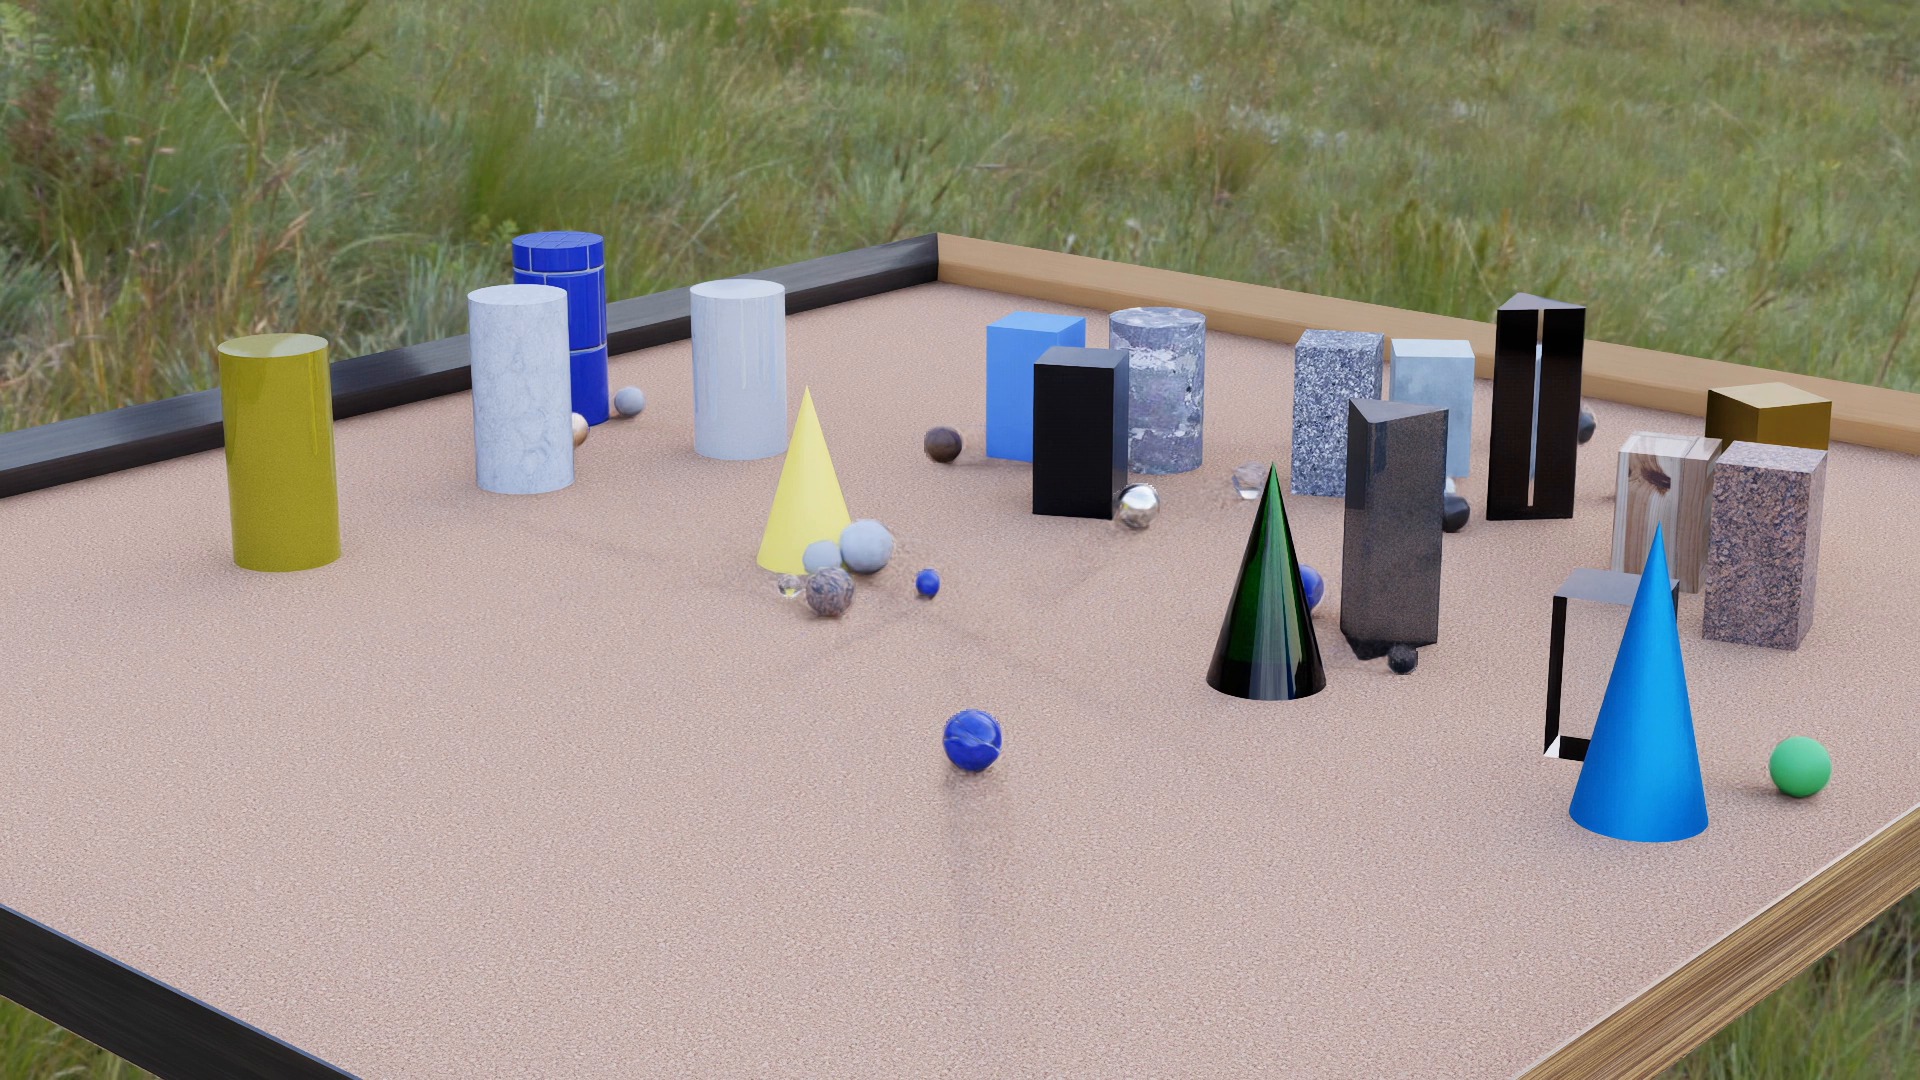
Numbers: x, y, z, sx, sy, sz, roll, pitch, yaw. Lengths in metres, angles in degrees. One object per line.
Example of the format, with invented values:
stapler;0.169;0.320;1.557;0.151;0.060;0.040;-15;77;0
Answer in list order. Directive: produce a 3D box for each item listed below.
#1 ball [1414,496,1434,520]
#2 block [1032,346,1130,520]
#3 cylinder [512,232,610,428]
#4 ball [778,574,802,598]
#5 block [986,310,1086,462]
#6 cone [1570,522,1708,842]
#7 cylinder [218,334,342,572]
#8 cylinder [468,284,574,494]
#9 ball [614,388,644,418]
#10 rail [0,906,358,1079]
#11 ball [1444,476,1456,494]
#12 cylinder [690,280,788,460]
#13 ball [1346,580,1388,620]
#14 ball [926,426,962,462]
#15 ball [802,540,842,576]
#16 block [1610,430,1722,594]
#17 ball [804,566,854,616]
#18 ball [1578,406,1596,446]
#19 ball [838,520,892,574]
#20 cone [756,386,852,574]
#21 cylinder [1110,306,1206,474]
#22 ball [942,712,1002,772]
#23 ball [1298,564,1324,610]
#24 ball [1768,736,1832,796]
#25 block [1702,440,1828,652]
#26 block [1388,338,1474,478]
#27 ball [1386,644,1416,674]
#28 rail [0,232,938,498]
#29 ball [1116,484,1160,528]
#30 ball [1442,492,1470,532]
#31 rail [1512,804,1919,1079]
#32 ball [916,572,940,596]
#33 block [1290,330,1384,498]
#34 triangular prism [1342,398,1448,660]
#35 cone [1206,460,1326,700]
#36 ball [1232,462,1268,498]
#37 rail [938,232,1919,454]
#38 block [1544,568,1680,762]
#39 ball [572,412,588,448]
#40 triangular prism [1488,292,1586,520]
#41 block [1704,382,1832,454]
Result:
ball;0.884;-0.062;5.572;0.045;0.045;0.045;0;17;0
block;0.232;-0.207;5.618;0.154;0.296;0.154;4;17;14
cylinder;-0.850;-0.448;6.252;0.193;0.391;0.193;0;17;0
ball;-0.296;0.079;5.111;0.042;0.042;0.042;0;17;0
block;0.155;-0.313;6.006;0.154;0.275;0.154;7;18;23
cone;0.960;0.181;4.087;0.193;0.438;0.193;0;17;0
cylinder;-1.226;-0.159;5.289;0.193;0.394;0.193;0;17;0
cylinder;-0.864;-0.299;5.779;0.193;0.378;0.193;0;17;0
ball;-0.713;-0.297;6.315;0.065;0.065;0.065;0;17;0
rail;-1.289;0.460;3.699;3.613;0.125;0.045;14;22;39
ball;0.919;-0.093;5.632;0.070;0.070;0.070;0;17;0
cylinder;-0.454;-0.352;6.028;0.193;0.336;0.193;0;17;0
ball;0.692;0.102;4.987;0.069;0.069;0.069;0;17;0
ball;-0.033;-0.195;5.962;0.075;0.075;0.075;0;17;0
ball;-0.245;0.035;5.205;0.071;0.071;0.071;0;17;0
block;1.250;-0.051;5.193;0.154;0.242;0.154;7;18;22
ball;-0.222;0.086;5.010;0.086;0.086;0.086;0;17;0
ball;1.274;-0.237;6.083;0.085;0.085;0.085;0;17;0
ball;-0.168;0.013;5.234;0.096;0.096;0.096;0;17;0
cone;-0.273;-0.121;5.283;0.193;0.326;0.193;0;17;0
cylinder;0.397;-0.303;5.928;0.193;0.301;0.193;0;17;0
ball;0.018;0.296;4.312;0.088;0.088;0.088;0;17;0
ball;0.581;0.083;5.024;0.084;0.084;0.084;0;17;0
ball;1.208;0.325;4.216;0.087;0.087;0.087;0;17;0
block;1.342;0.008;4.889;0.154;0.305;0.154;8;18;24
block;0.946;-0.267;5.904;0.154;0.245;0.154;1;17;4
ball;0.712;0.192;4.726;0.048;0.048;0.048;0;17;0
rail;-1.346;-0.306;6.239;0.045;0.125;3.979;14;22;39
ball;0.336;-0.063;5.512;0.082;0.082;0.082;0;17;0
ball;0.917;-0.052;5.492;0.073;0.073;0.073;0;17;0
rail;1.346;0.369;4.001;0.045;0.125;3.979;14;22;39
ball;-0.056;0.076;5.116;0.044;0.044;0.044;0;17;0
block;0.740;-0.248;5.753;0.154;0.297;0.154;4;17;13
triangular prism;0.685;-0.026;4.837;0.167;0.401;0.145;-11;20;-32
cone;0.491;0.049;4.647;0.193;0.367;0.193;0;17;0
ball;0.565;-0.115;5.704;0.070;0.070;0.070;0;17;0
rail;1.289;-0.398;6.541;3.613;0.125;0.045;14;22;39
block;0.973;0.191;4.378;0.154;0.251;0.154;7;18;23
ball;-0.808;-0.227;6.062;0.078;0.078;0.078;0;17;0
triangular prism;1.077;-0.256;5.586;0.167;0.409;0.145;-2;17;-6
block;1.455;-0.117;5.313;0.154;0.300;0.154;-6;18;-20
